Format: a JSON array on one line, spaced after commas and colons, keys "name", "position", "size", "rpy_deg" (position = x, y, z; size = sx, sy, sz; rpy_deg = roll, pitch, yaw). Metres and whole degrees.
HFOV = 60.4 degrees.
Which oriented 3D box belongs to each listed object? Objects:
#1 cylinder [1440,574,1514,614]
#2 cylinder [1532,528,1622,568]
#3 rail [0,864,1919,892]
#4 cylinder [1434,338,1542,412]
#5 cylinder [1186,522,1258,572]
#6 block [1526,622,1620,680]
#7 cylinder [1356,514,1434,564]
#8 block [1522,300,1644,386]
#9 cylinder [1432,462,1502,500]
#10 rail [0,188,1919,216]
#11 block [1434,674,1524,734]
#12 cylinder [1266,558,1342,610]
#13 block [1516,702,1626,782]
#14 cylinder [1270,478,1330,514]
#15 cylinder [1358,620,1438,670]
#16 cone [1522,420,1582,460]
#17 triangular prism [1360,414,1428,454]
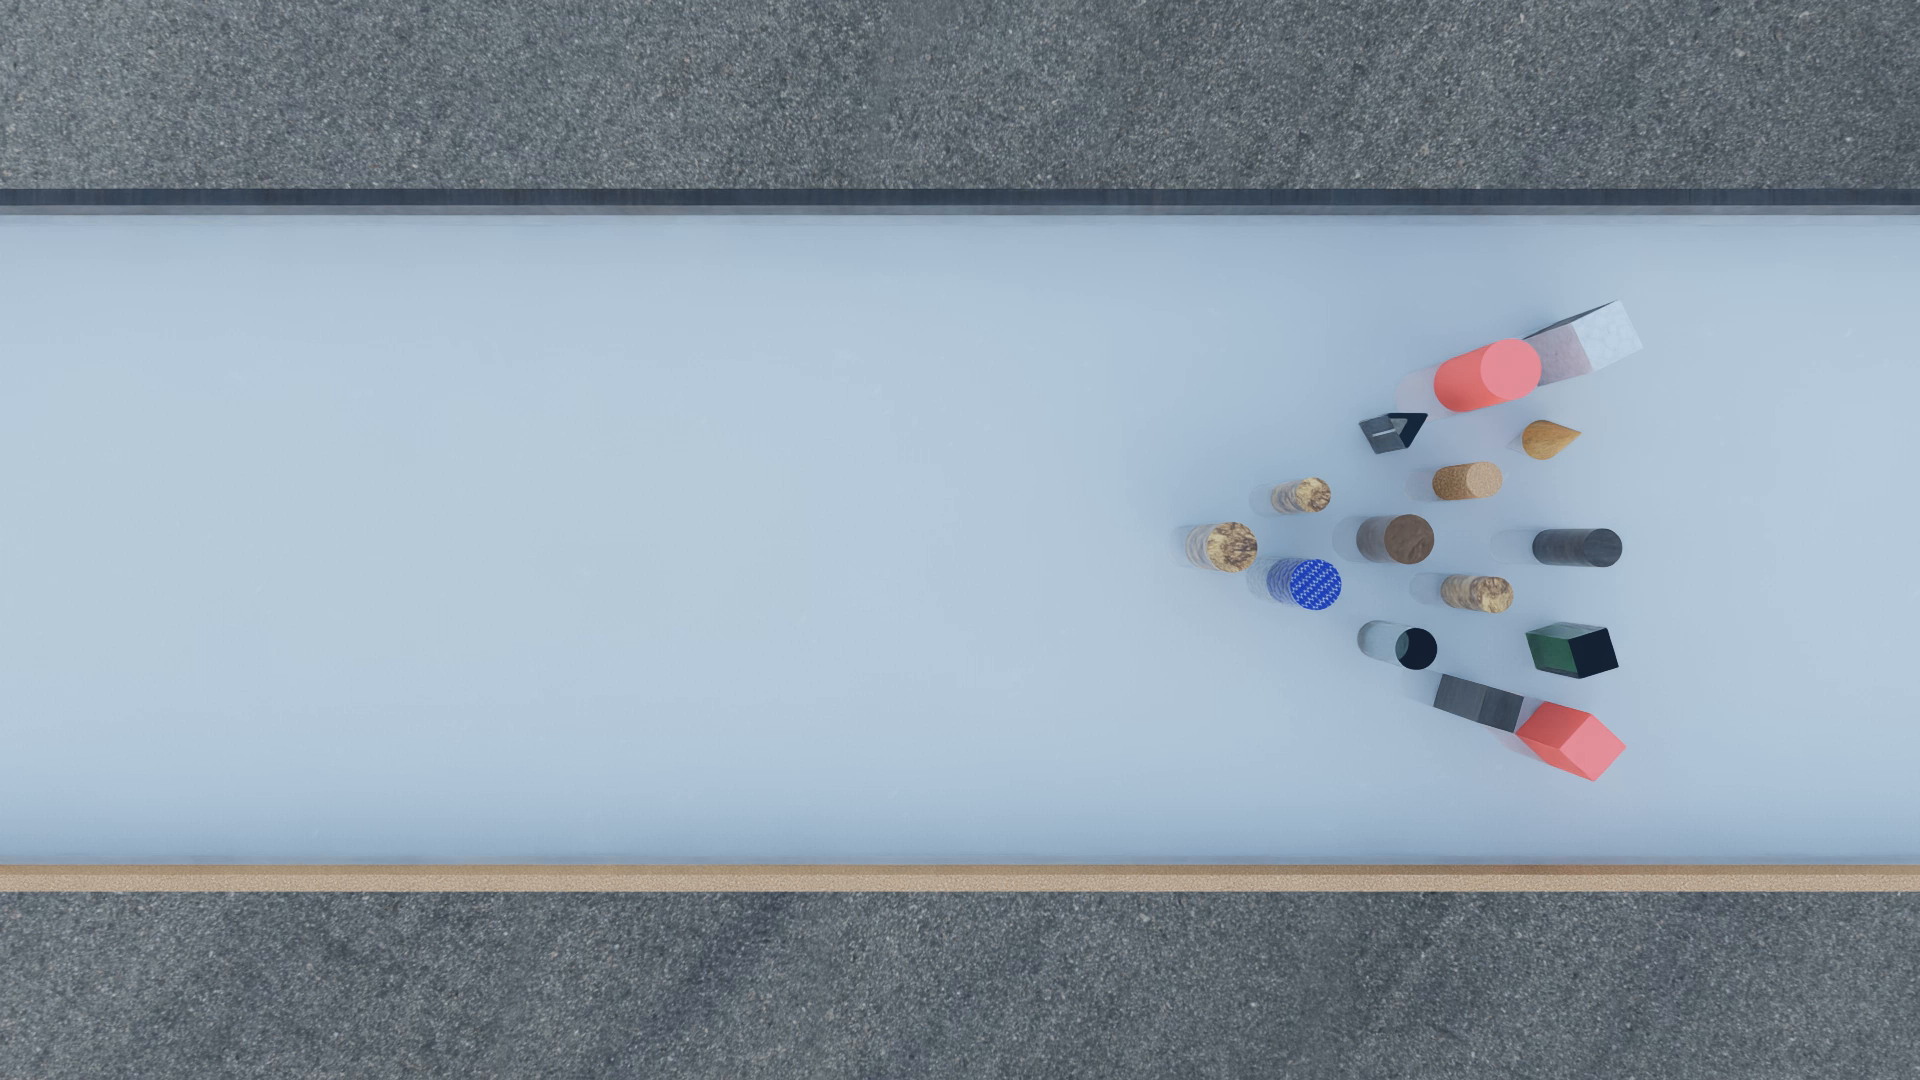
[{"name": "cylinder", "position": [1.531, 0.157, 4.897], "size": [0.105, 0.359, 0.105], "rpy_deg": [0, 90, 0]}, {"name": "cylinder", "position": [1.817, 0.022, 4.869], "size": [0.112, 0.414, 0.112], "rpy_deg": [0, 90, 0]}, {"name": "rail", "position": [-2.247, 1.025, 5.001], "size": [12.000, 0.150, 0.050], "rpy_deg": [0, 90, 0]}, {"name": "cylinder", "position": [1.544, -0.479, 4.849], "size": [0.172, 0.456, 0.172], "rpy_deg": [0, 90, 0]}, {"name": "cylinder", "position": [0.763, 0.021, 4.849], "size": [0.142, 0.455, 0.142], "rpy_deg": [0, 90, 0]}, {"name": "block", "position": [1.813, 0.325, 4.898], "size": [0.118, 0.357, 0.118], "rpy_deg": [-17, 90, 0]}, {"name": "cylinder", "position": [1.292, -0.002, 4.910], "size": [0.145, 0.334, 0.145], "rpy_deg": [0, 90, 0]}, {"name": "block", "position": [1.815, -0.574, 4.851], "size": [0.152, 0.452, 0.152], "rpy_deg": [-26, 90, 0]}, {"name": "cylinder", "position": [1.506, -0.174, 4.907], "size": [0.105, 0.340, 0.105], "rpy_deg": [0, 90, 0]}, {"name": "rail", "position": [-2.247, -1.025, 5.002], "size": [12.000, 0.150, 0.050], "rpy_deg": [0, 90, 0]}, {"name": "block", "position": [1.522, 0.478, 4.860], "size": [0.107, 0.432, 0.107], "rpy_deg": [17, 90, 0]}, {"name": "cylinder", "position": [1.017, 0.128, 4.895], "size": [0.147, 0.363, 0.147], "rpy_deg": [0, 90, 0]}, {"name": "block", "position": [1.805, 0.593, 4.890], "size": [0.138, 0.374, 0.138], "rpy_deg": [43, 90, 0]}, {"name": "cylinder", "position": [1.006, -0.129, 4.886], "size": [0.100, 0.380, 0.100], "rpy_deg": [0, 90, 0]}, {"name": "cylinder", "position": [1.282, 0.306, 4.856], "size": [0.119, 0.442, 0.119], "rpy_deg": [0, 90, 0]}, {"name": "cone", "position": [1.791, -0.308, 4.910], "size": [0.123, 0.333, 0.123], "rpy_deg": [0, 90, 0]}, {"name": "triangular prism", "position": [1.270, -0.337, 4.904], "size": [0.099, 0.344, 0.115], "rpy_deg": [31, 90, 0]}]
